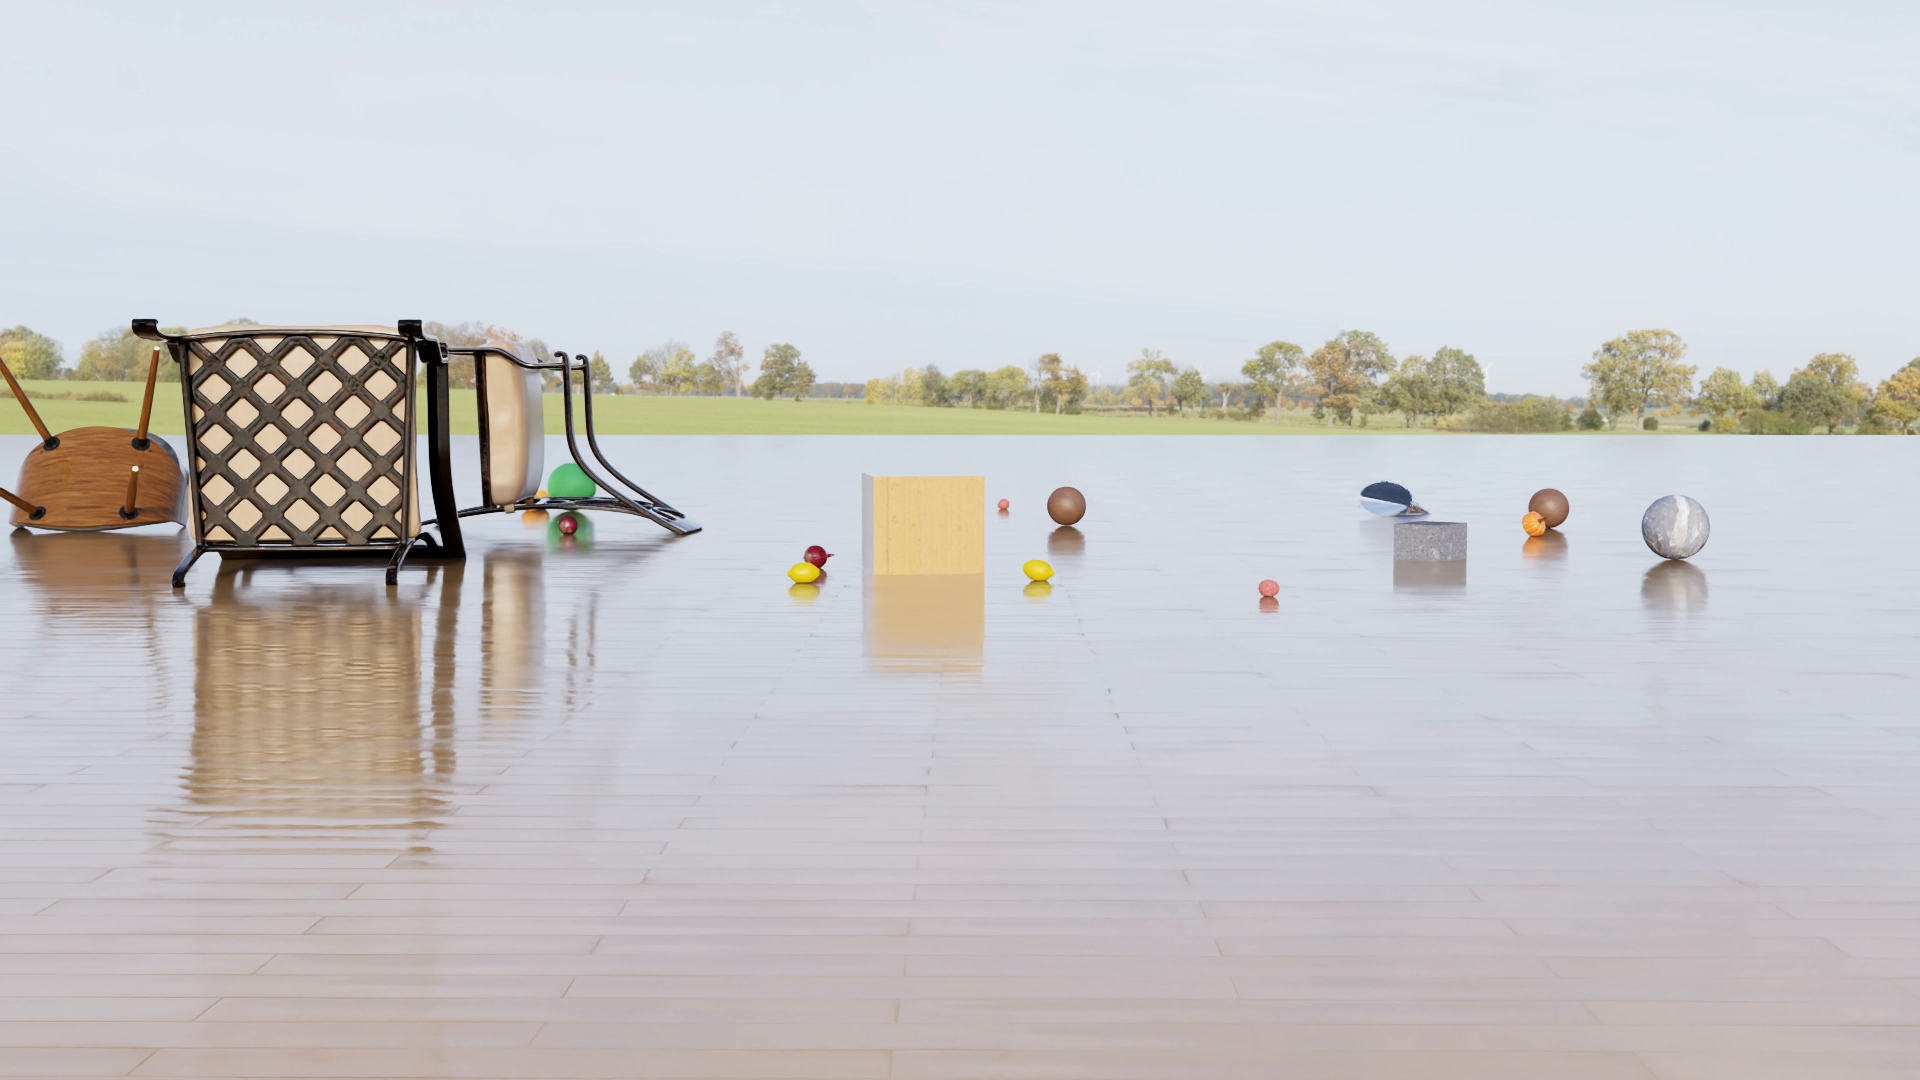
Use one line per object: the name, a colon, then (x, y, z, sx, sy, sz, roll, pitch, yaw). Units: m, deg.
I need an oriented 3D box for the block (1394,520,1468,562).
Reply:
block: (1.245, 0.003, 5.817, 0.131, 0.094, 0.158, 3, 5, 40)

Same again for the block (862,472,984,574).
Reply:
block: (-0.095, -0.046, 5.472, 0.271, 0.238, 0.273, -1, 4, -9)

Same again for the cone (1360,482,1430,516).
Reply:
cone: (1.603, -0.121, 7.863, 0.254, 0.123, 0.243, 14, -2, -38)

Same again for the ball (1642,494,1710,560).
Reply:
ball: (1.883, -0.034, 5.788, 0.172, 0.172, 0.172, 0, 4, 0)

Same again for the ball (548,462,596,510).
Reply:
ball: (-1.429, -0.196, 8.098, 0.178, 0.178, 0.178, 0, 4, 0)
